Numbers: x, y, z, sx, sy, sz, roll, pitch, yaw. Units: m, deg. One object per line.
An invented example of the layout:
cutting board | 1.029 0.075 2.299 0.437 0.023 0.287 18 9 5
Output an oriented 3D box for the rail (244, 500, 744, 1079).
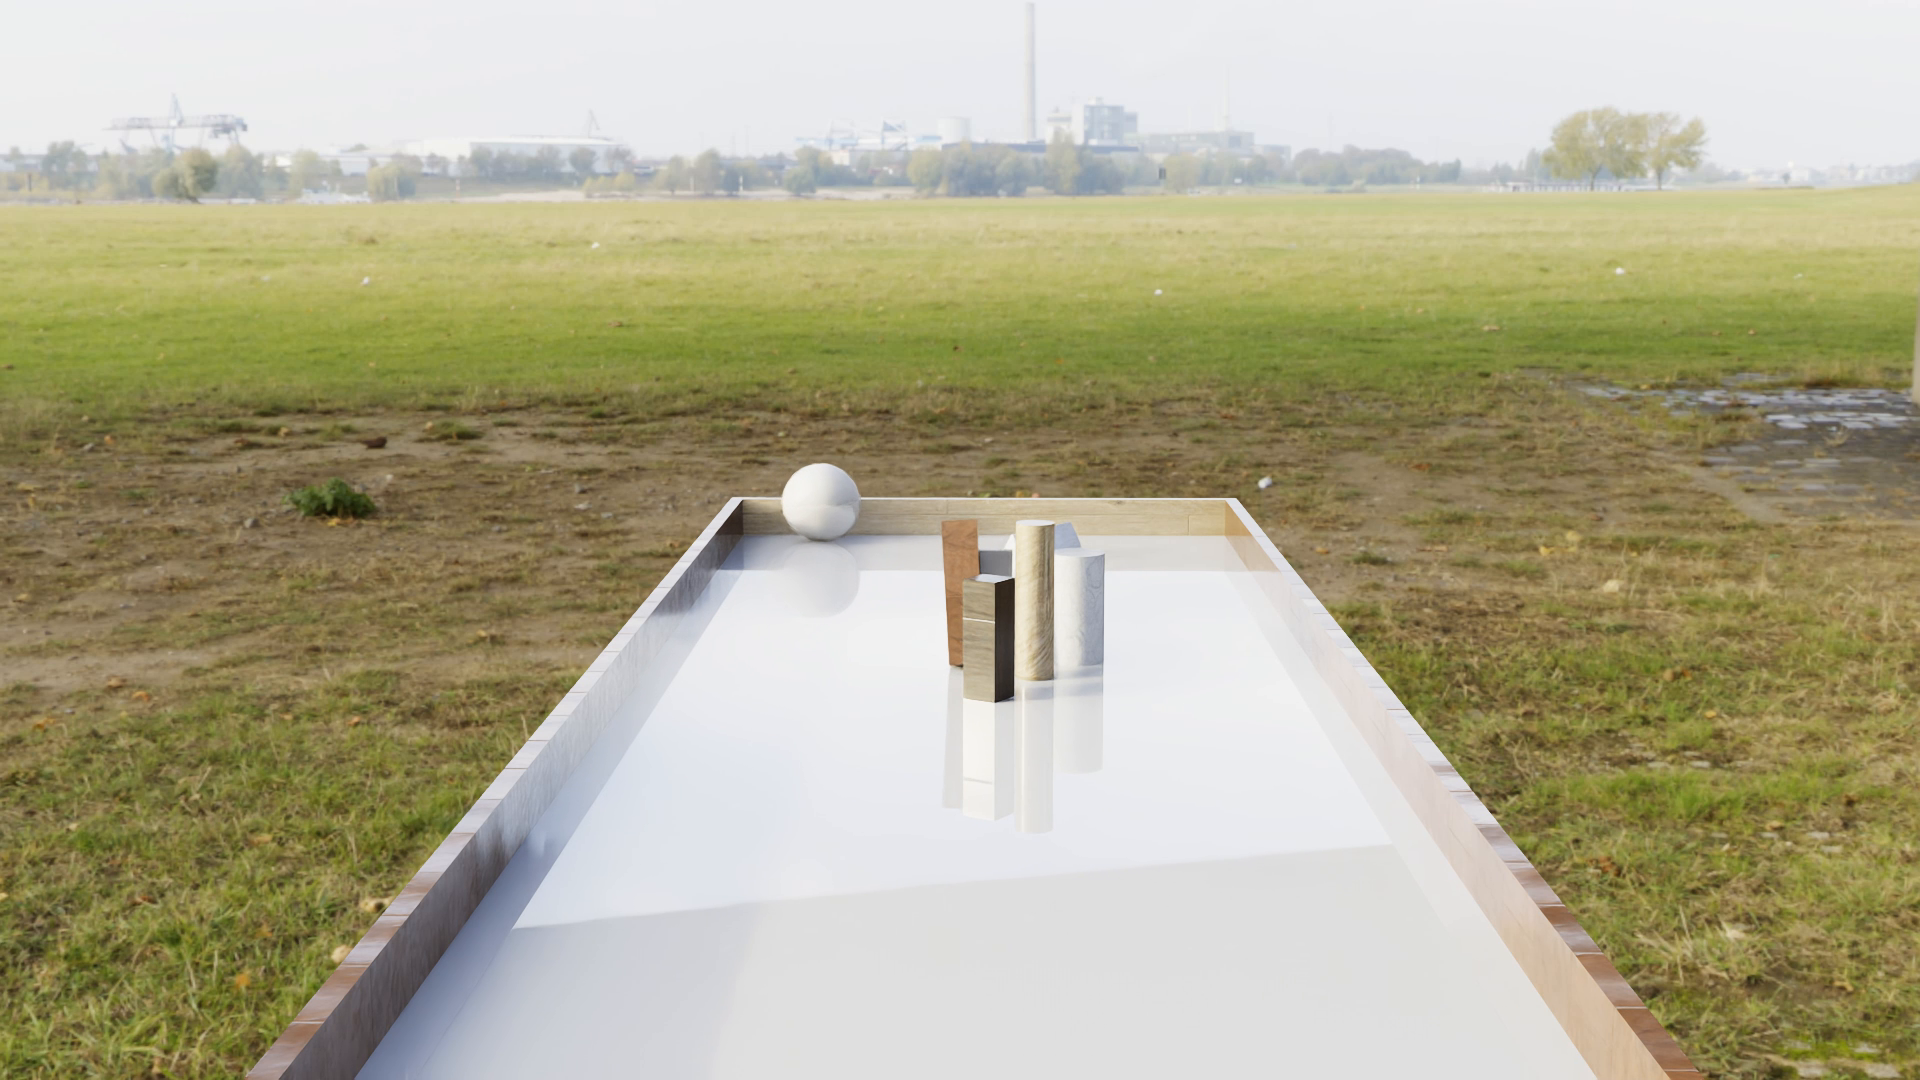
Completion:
rail | -1.004 0.839 3.234 0.050 0.150 12.000 0 9 1

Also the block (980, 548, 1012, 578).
block | 0.073 0.190 6.731 0.160 0.321 0.160 1 2 5

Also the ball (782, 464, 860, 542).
ball | -0.567 -0.153 8.958 0.318 0.318 0.318 0 9 0

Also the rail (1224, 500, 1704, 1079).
rail | 1.046 0.843 3.208 0.050 0.150 12.000 0 9 1

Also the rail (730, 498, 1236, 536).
rail | 0.099 -0.098 9.147 2.100 0.150 0.050 0 9 1

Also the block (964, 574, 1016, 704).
block | 0.082 0.276 6.181 0.105 0.341 0.105 6 11 33

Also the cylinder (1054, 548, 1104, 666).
cylinder | 0.355 0.202 6.668 0.166 0.334 0.166 0 9 0

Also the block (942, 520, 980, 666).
block | 0.010 0.156 6.597 0.105 0.431 0.105 -3 1 3

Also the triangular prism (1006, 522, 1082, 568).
triangular prism | 0.314 0.014 8.501 0.143 0.124 0.409 7 11 34

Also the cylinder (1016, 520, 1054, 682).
cylinder | 0.219 0.176 6.429 0.114 0.459 0.114 0 9 0
